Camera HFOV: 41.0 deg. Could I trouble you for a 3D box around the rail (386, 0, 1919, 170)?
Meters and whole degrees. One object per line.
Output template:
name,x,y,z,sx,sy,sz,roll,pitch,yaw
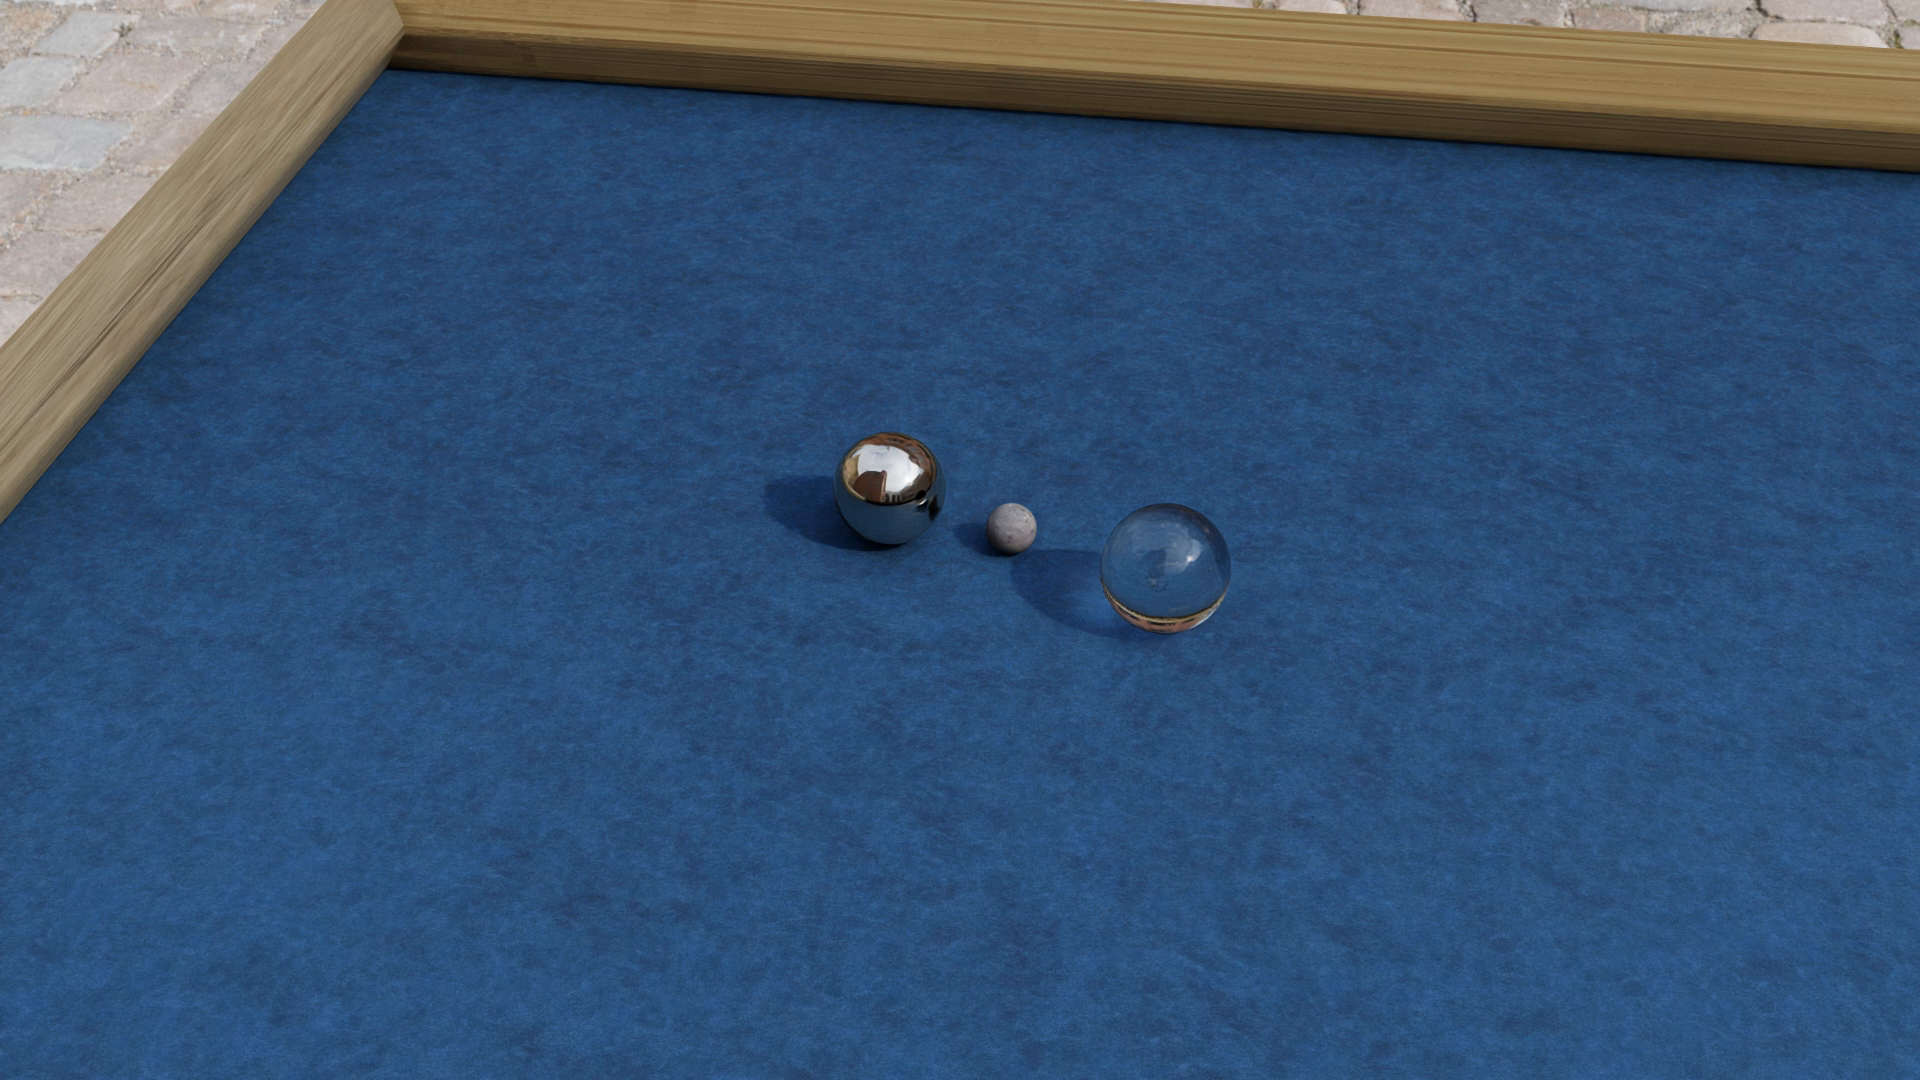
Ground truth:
rail,0.902,-0.420,2.547,3.109,0.128,0.045,5,35,8

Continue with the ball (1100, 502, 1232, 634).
ball,0.154,0.021,1.927,0.099,0.099,0.099,0,34,0

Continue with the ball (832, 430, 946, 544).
ball,-0.056,-0.041,2.026,0.090,0.090,0.090,0,34,0

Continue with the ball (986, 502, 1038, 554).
ball,0.041,-0.009,2.024,0.040,0.040,0.040,0,34,0

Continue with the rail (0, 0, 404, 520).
rail,-0.744,-0.090,2.063,0.045,0.128,1.731,5,35,8
